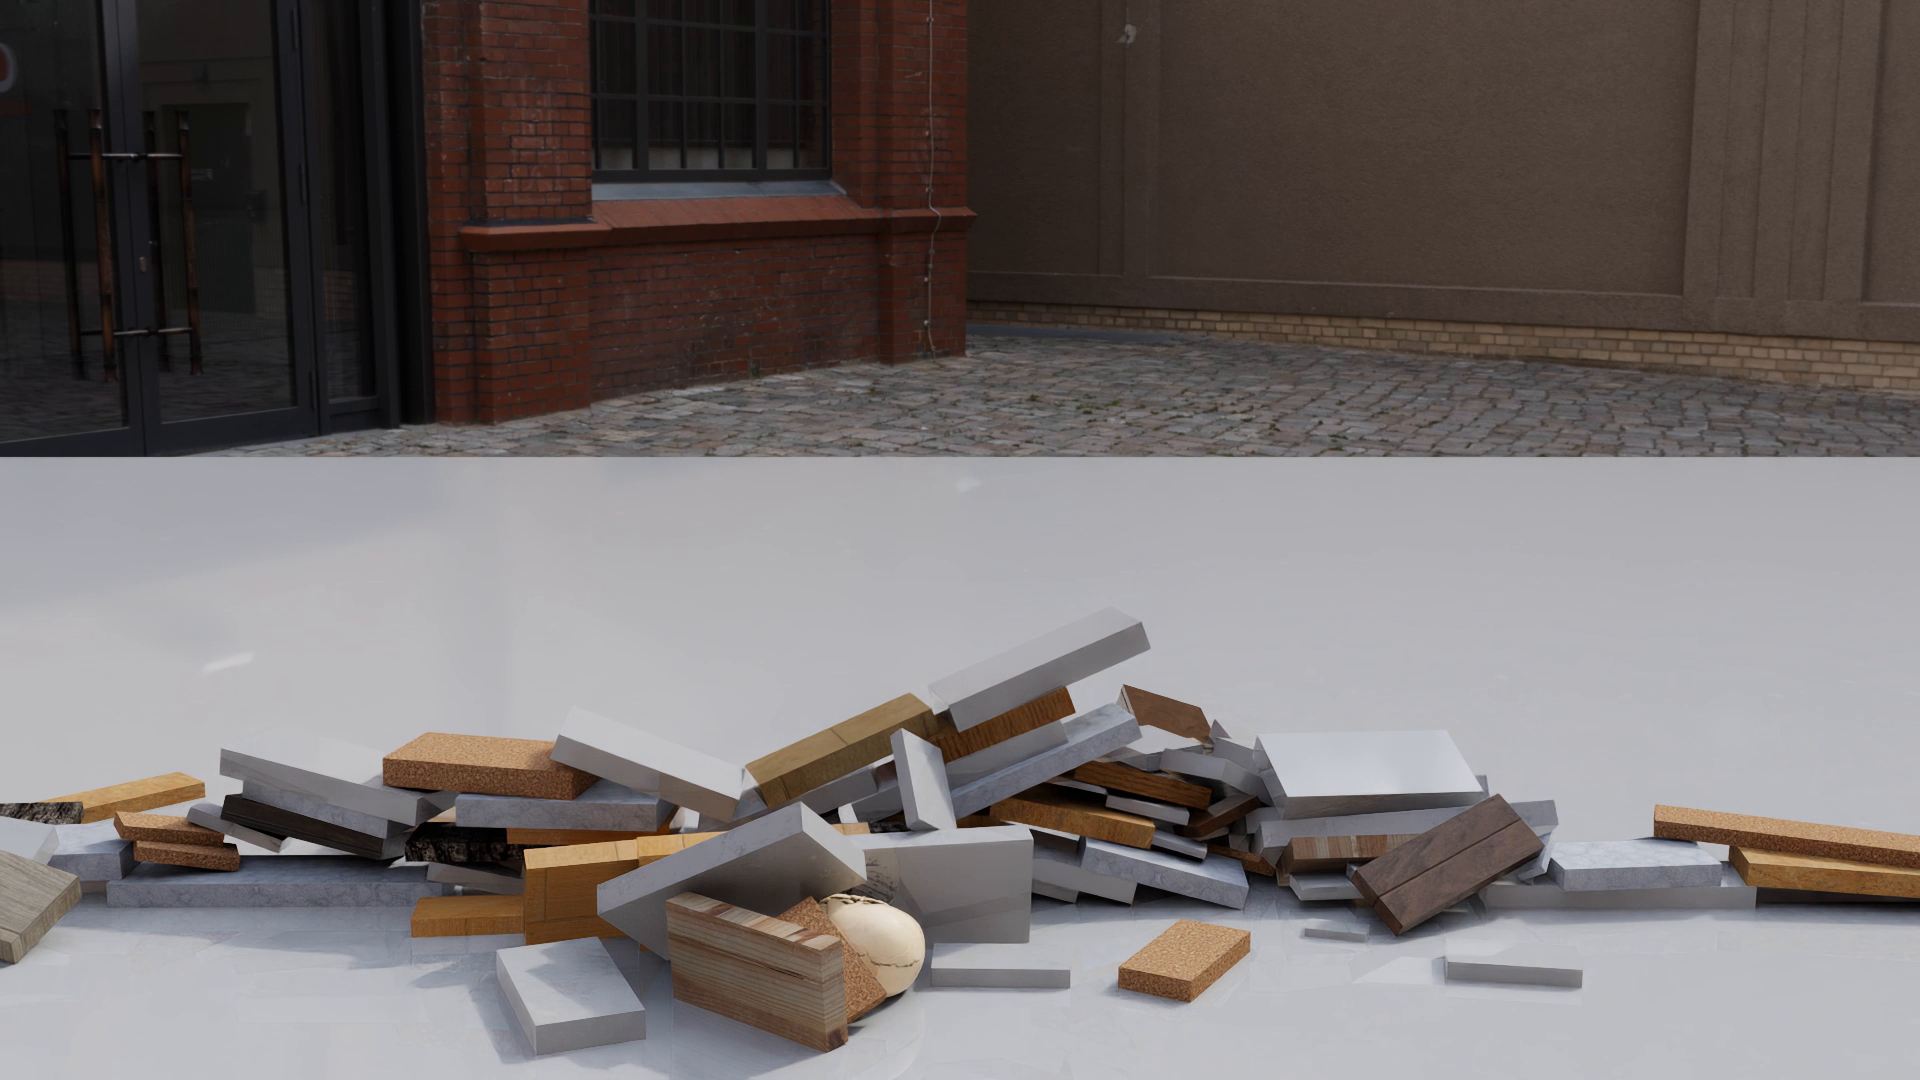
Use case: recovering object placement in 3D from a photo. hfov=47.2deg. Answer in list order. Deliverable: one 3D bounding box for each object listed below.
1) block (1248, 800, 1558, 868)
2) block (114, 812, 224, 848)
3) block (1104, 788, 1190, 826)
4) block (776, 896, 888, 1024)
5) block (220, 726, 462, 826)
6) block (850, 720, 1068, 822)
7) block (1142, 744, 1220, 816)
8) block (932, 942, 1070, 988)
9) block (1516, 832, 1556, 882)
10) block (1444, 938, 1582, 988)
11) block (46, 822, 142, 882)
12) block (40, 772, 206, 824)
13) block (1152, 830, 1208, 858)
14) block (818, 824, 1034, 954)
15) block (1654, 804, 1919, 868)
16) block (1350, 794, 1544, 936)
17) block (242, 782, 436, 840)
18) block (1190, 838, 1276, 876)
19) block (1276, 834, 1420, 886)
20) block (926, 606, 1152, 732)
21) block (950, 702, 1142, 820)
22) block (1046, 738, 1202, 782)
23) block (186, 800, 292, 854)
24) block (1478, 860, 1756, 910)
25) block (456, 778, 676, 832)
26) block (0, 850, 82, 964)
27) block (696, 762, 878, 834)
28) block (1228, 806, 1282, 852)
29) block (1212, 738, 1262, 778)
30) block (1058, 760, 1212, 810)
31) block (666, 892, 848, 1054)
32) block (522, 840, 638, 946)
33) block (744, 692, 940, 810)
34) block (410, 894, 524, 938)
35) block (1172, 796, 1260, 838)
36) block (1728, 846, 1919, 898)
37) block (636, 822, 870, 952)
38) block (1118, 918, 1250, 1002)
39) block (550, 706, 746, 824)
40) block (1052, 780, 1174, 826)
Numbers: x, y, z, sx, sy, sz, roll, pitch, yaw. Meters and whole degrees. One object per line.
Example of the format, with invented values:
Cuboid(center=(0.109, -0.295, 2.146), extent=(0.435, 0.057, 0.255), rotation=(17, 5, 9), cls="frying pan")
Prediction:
Cuboid(center=(0.748, 0.501, 3.730), extent=(0.496, 0.043, 0.152), rotation=(-4, -23, -3), cls="block")
Cuboid(center=(-1.323, 0.484, 3.681), extent=(0.163, 0.023, 0.081), rotation=(10, 6, -32), cls="block")
Cuboid(center=(0.312, 0.447, 3.690), extent=(0.140, 0.020, 0.070), rotation=(13, 4, 0), cls="block")
Cuboid(center=(-0.197, 0.606, 3.145), extent=(0.092, 0.026, 0.184), rotation=(-28, 63, -28), cls="block")
Cuboid(center=(-1.029, 0.392, 3.684), extent=(0.376, 0.046, 0.164), rotation=(12, 13, 17), cls="block")
Cuboid(center=(-0.010, 0.368, 3.647), extent=(0.367, 0.042, 0.149), rotation=(-22, 11, -4), cls="block")
Cuboid(center=(0.438, 0.442, 4.027), extent=(0.174, 0.049, 0.347), rotation=(2, 10, 33), cls="block")
Cuboid(center=(0.062, 0.641, 3.314), extent=(0.207, 0.029, 0.104), rotation=(0, 11, 2), cls="block")
Cuboid(center=(0.954, 0.523, 3.640), extent=(0.048, 0.014, 0.095), rotation=(-28, 15, 36), cls="block")
Cuboid(center=(0.836, 0.639, 3.327), extent=(0.196, 0.028, 0.098), rotation=(2, 11, 10), cls="block")
Cuboid(center=(-1.945, 0.540, 3.695), extent=(1.137, 0.047, 0.165), rotation=(-2, 11, 1), cls="block")
Cuboid(center=(-1.583, 0.489, 4.130), extent=(0.104, 0.029, 0.298), rotation=(10, 15, 44), cls="block")
Cuboid(center=(0.364, 0.505, 3.654), extent=(0.092, 0.013, 0.046), rotation=(16, 11, 5), cls="block")
Cuboid(center=(-0.070, 0.544, 3.411), extent=(0.358, 0.179, 0.051), rotation=(-2, 19, -11), cls="block")
Cuboid(center=(1.457, 0.504, 3.673), extent=(0.569, 0.028, 0.098), rotation=(5, 11, 17), cls="block")
Cuboid(center=(0.792, 0.523, 3.562), extent=(0.319, 0.033, 0.117), rotation=(-22, 57, -27), cls="block")
Cuboid(center=(-1.043, 0.430, 3.707), extent=(0.290, 0.041, 0.145), rotation=(12, 13, 19), cls="block")
Cuboid(center=(0.441, 0.540, 3.781), extent=(0.233, 0.013, 0.046), rotation=(6, -32, 50), cls="block")
Cuboid(center=(0.672, 0.533, 3.668), extent=(0.266, 0.038, 0.133), rotation=(-1, -28, -5), cls="block")
Cuboid(center=(0.129, 0.213, 3.674), extent=(0.348, 0.049, 0.174), rotation=(-23, 12, -9), cls="block")
Cuboid(center=(0.126, 0.363, 3.631), extent=(0.336, 0.037, 0.130), rotation=(-23, 12, -9), cls="block")
Cuboid(center=(0.311, 0.422, 4.223), extent=(0.350, 0.029, 0.104), rotation=(-4, 11, -19), cls="block")
Cuboid(center=(-1.219, 0.486, 3.728), extent=(0.163, 0.023, 0.081), rotation=(21, 0, -4), cls="block")
Cuboid(center=(1.083, 0.572, 3.661), extent=(0.438, 0.038, 0.133), rotation=(0, 11, 1), cls="block")
Cuboid(center=(-0.641, 0.426, 3.605), extent=(0.328, 0.046, 0.164), rotation=(1, 10, 5), cls="block")
Cuboid(center=(-1.565, 0.547, 3.443), extent=(0.320, 0.045, 0.160), rotation=(15, 35, 12), cls="block")
Cuboid(center=(-0.285, 0.430, 3.635), extent=(0.299, 0.042, 0.149), rotation=(-21, 11, 0), cls="block")
Cuboid(center=(0.631, 0.498, 3.809), extent=(0.304, 0.043, 0.152), rotation=(-3, -23, -5), cls="block")
Cuboid(center=(0.654, 0.417, 3.991), extent=(0.384, 0.049, 0.174), rotation=(10, 3, -39), cls="block")
Cuboid(center=(0.281, 0.409, 3.733), extent=(0.260, 0.037, 0.130), rotation=(16, -7, -22), cls="block")
Cuboid(center=(-0.292, 0.611, 3.128), extent=(0.307, 0.153, 0.043), rotation=(9, 18, 39), cls="block")
Cuboid(center=(-0.521, 0.547, 3.450), extent=(0.319, 0.160, 0.045), rotation=(-3, 34, -16), cls="block")
Cuboid(center=(-0.197, 0.347, 3.646), extent=(0.307, 0.043, 0.153), rotation=(-23, 12, -11), cls="block")
Cuboid(center=(-0.768, 0.601, 3.528), extent=(0.207, 0.029, 0.104), rotation=(-1, 11, -6), cls="block")
Cuboid(center=(0.433, 0.465, 3.703), extent=(0.139, 0.020, 0.070), rotation=(-21, 6, -33), cls="block")
Cuboid(center=(1.782, 0.562, 3.607), extent=(0.979, 0.039, 0.137), rotation=(3, 11, 6), cls="block")
Cuboid(center=(-0.321, 0.540, 3.428), extent=(0.358, 0.179, 0.051), rotation=(-2, 28, -12), cls="block")
Cuboid(center=(0.342, 0.635, 3.334), extent=(0.117, 0.033, 0.233), rotation=(6, 12, 29), cls="block")
Cuboid(center=(-0.508, 0.367, 3.602), extent=(0.307, 0.043, 0.153), rotation=(21, 12, -6), cls="block")
Cuboid(center=(0.284, 0.455, 4.260), extent=(0.174, 0.049, 0.512), rotation=(-4, 11, -23), cls="block")
